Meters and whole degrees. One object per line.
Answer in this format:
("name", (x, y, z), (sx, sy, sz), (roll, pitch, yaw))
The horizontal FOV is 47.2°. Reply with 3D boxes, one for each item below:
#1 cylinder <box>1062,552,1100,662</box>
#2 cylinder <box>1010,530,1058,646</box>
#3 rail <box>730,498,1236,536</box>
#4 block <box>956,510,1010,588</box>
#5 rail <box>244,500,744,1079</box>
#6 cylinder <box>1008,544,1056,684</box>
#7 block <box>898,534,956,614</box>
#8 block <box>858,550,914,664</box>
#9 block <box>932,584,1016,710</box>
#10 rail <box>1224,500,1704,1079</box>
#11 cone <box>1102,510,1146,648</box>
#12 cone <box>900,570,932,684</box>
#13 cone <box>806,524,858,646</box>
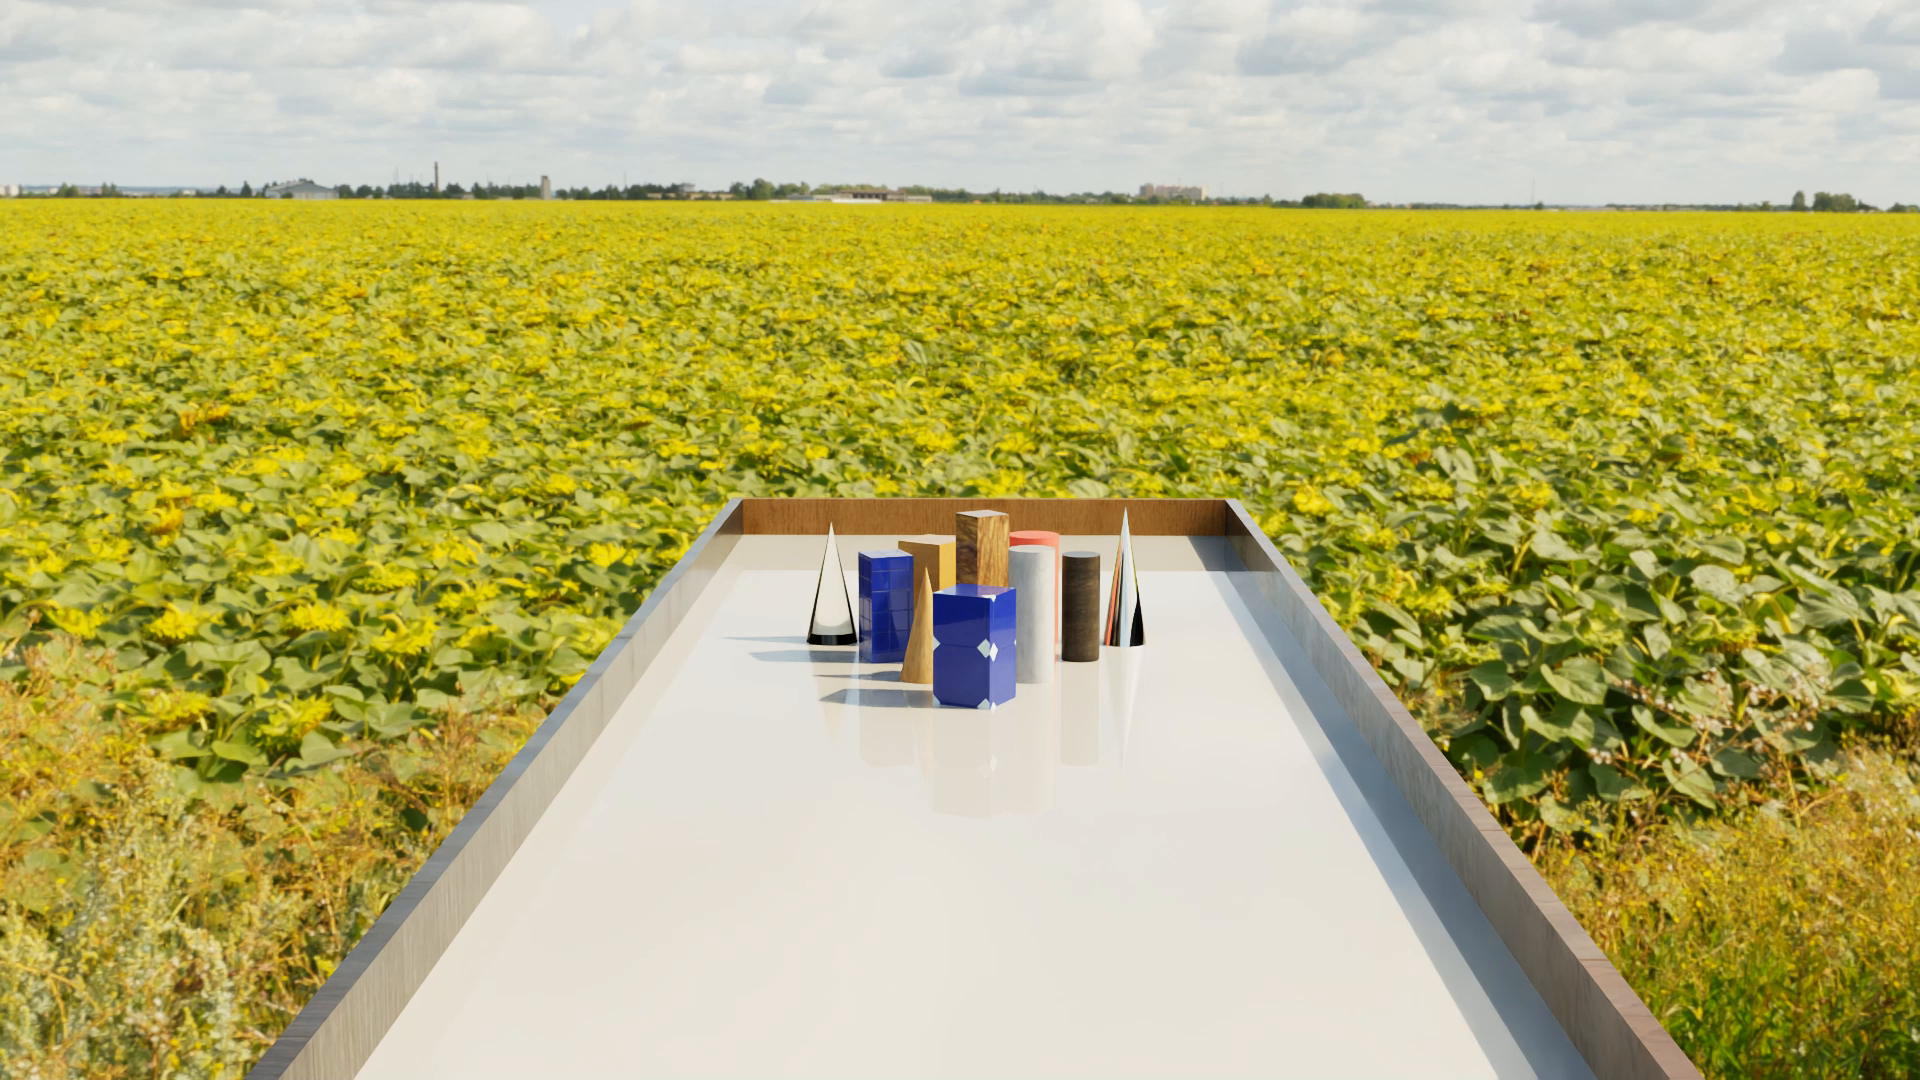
("cylinder", (0.368, 0.203, 6.698), (0.117, 0.323, 0.117), (0, 9, 0))
("cylinder", (0.230, 0.153, 6.937), (0.161, 0.346, 0.161), (0, 9, 0))
("rail", (0.099, -0.098, 9.147), (2.100, 0.150, 0.050), (0, 9, 1))
("block", (0.068, 0.143, 6.662), (0.117, 0.452, 0.117), (-6, 11, -34))
("rail", (-1.004, 0.839, 3.234), (0.050, 0.150, 12.000), (0, 9, 1))
("cylinder", (0.209, 0.216, 6.412), (0.137, 0.387, 0.137), (0, 9, 0))
("block", (-0.083, 0.159, 6.960), (0.161, 0.327, 0.161), (6, 11, 34))
("block", (-0.226, 0.201, 6.706), (0.133, 0.324, 0.133), (-3, 10, -20))
("block", (0.041, 0.295, 6.146), (0.174, 0.313, 0.174), (4, 10, 25))
("rail", (1.046, 0.843, 3.208), (0.050, 0.150, 12.000), (0, 9, 1))
("cone", (0.519, 0.109, 6.929), (0.143, 0.435, 0.143), (0, 9, 0))
("cone", (-0.099, 0.240, 6.424), (0.155, 0.335, 0.155), (0, 9, 0))
("cone", (-0.406, 0.131, 6.963), (0.167, 0.382, 0.167), (0, 9, 0))
